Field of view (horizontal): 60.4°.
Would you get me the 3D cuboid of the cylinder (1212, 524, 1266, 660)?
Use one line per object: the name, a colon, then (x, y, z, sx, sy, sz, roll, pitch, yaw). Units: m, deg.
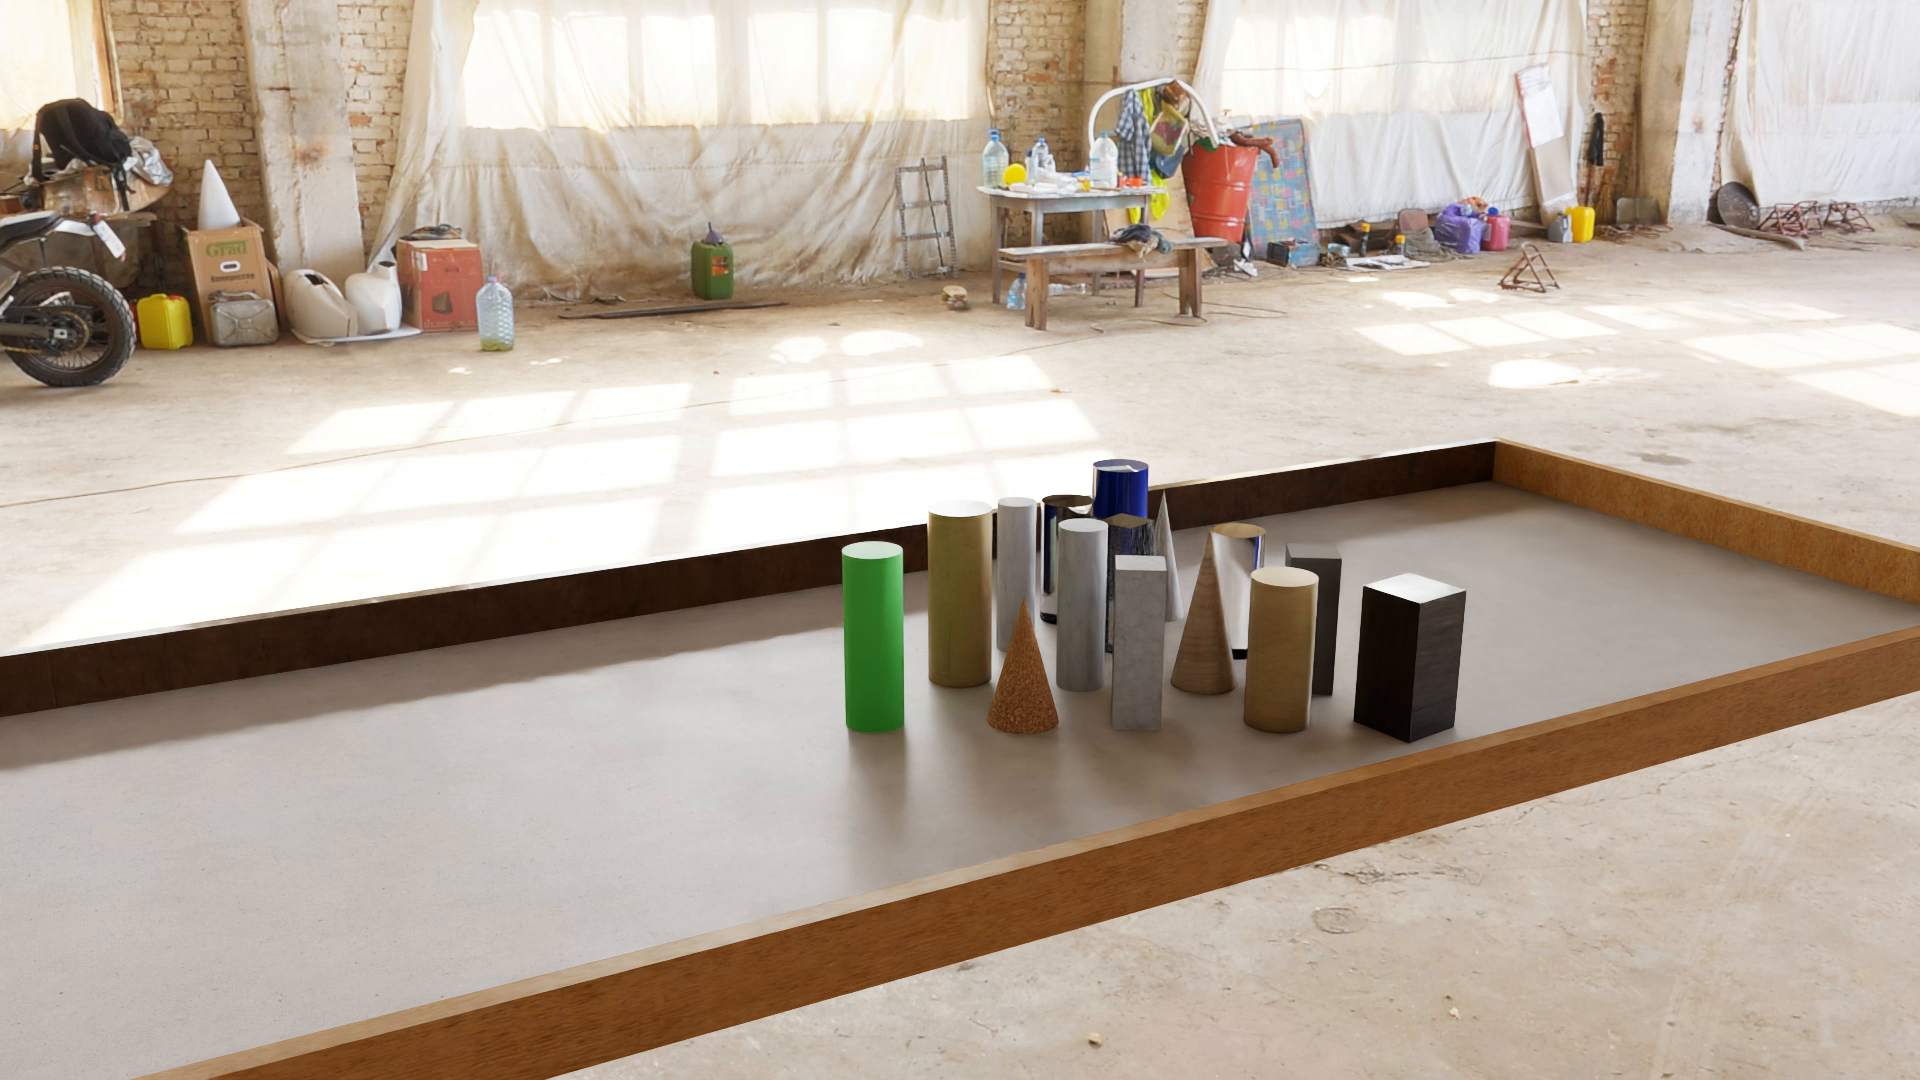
cylinder: (0.722, 0.134, 4.313, 0.136, 0.331, 0.136, 0, 16, 0)

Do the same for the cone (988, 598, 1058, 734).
cone: (0.149, 0.277, 3.860, 0.171, 0.311, 0.171, 0, 16, 0)

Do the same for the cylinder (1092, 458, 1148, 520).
cylinder: (0.464, -0.037, 4.820, 0.164, 0.372, 0.164, 0, 16, 0)

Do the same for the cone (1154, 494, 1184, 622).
cone: (0.562, 0.035, 4.591, 0.136, 0.363, 0.136, 0, 16, 0)

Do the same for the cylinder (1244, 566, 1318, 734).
cylinder: (0.748, 0.256, 3.848, 0.154, 0.359, 0.154, 0, 16, 0)

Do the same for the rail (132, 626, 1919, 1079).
rail: (-2.336, 1.006, 1.665, 12.000, 0.150, 0.050, -9, 18, -27)

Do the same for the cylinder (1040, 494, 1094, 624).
cylinder: (0.296, 0.054, 4.573, 0.145, 0.338, 0.145, 0, 16, 0)

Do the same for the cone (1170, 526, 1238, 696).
cone: (0.611, 0.162, 4.077, 0.166, 0.410, 0.166, 0, 16, 0)

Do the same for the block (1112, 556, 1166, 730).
block: (0.416, 0.239, 3.848, 0.114, 0.390, 0.114, 1, 16, 4)

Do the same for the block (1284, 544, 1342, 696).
block: (0.862, 0.195, 4.068, 0.120, 0.351, 0.120, 1, 16, 5)

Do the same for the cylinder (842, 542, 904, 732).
cylinder: (-0.201, 0.226, 3.837, 0.139, 0.423, 0.139, 0, 16, 0)

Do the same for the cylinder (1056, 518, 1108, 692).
cylinder: (0.300, 0.162, 4.072, 0.120, 0.413, 0.120, 0, 16, 0)

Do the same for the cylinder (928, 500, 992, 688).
cylinder: (0.000, 0.134, 4.113, 0.160, 0.444, 0.160, 0, 16, 0)

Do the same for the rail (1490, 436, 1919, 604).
rail: (2.466, -0.048, 5.253, 0.050, 0.150, 2.100, -9, 18, -27)

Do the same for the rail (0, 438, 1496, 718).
rail: (-3.305, 0.497, 3.399, 12.000, 0.150, 0.050, -9, 18, -27)

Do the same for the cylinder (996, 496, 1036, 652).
cylinder: (0.148, 0.092, 4.332, 0.102, 0.400, 0.102, 0, 16, 0)

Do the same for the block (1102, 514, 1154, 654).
block: (0.431, 0.119, 4.328, 0.106, 0.351, 0.106, 14, 21, 39)

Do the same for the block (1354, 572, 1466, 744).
block: (1.044, 0.271, 3.833, 0.163, 0.337, 0.163, -12, 20, -35)
